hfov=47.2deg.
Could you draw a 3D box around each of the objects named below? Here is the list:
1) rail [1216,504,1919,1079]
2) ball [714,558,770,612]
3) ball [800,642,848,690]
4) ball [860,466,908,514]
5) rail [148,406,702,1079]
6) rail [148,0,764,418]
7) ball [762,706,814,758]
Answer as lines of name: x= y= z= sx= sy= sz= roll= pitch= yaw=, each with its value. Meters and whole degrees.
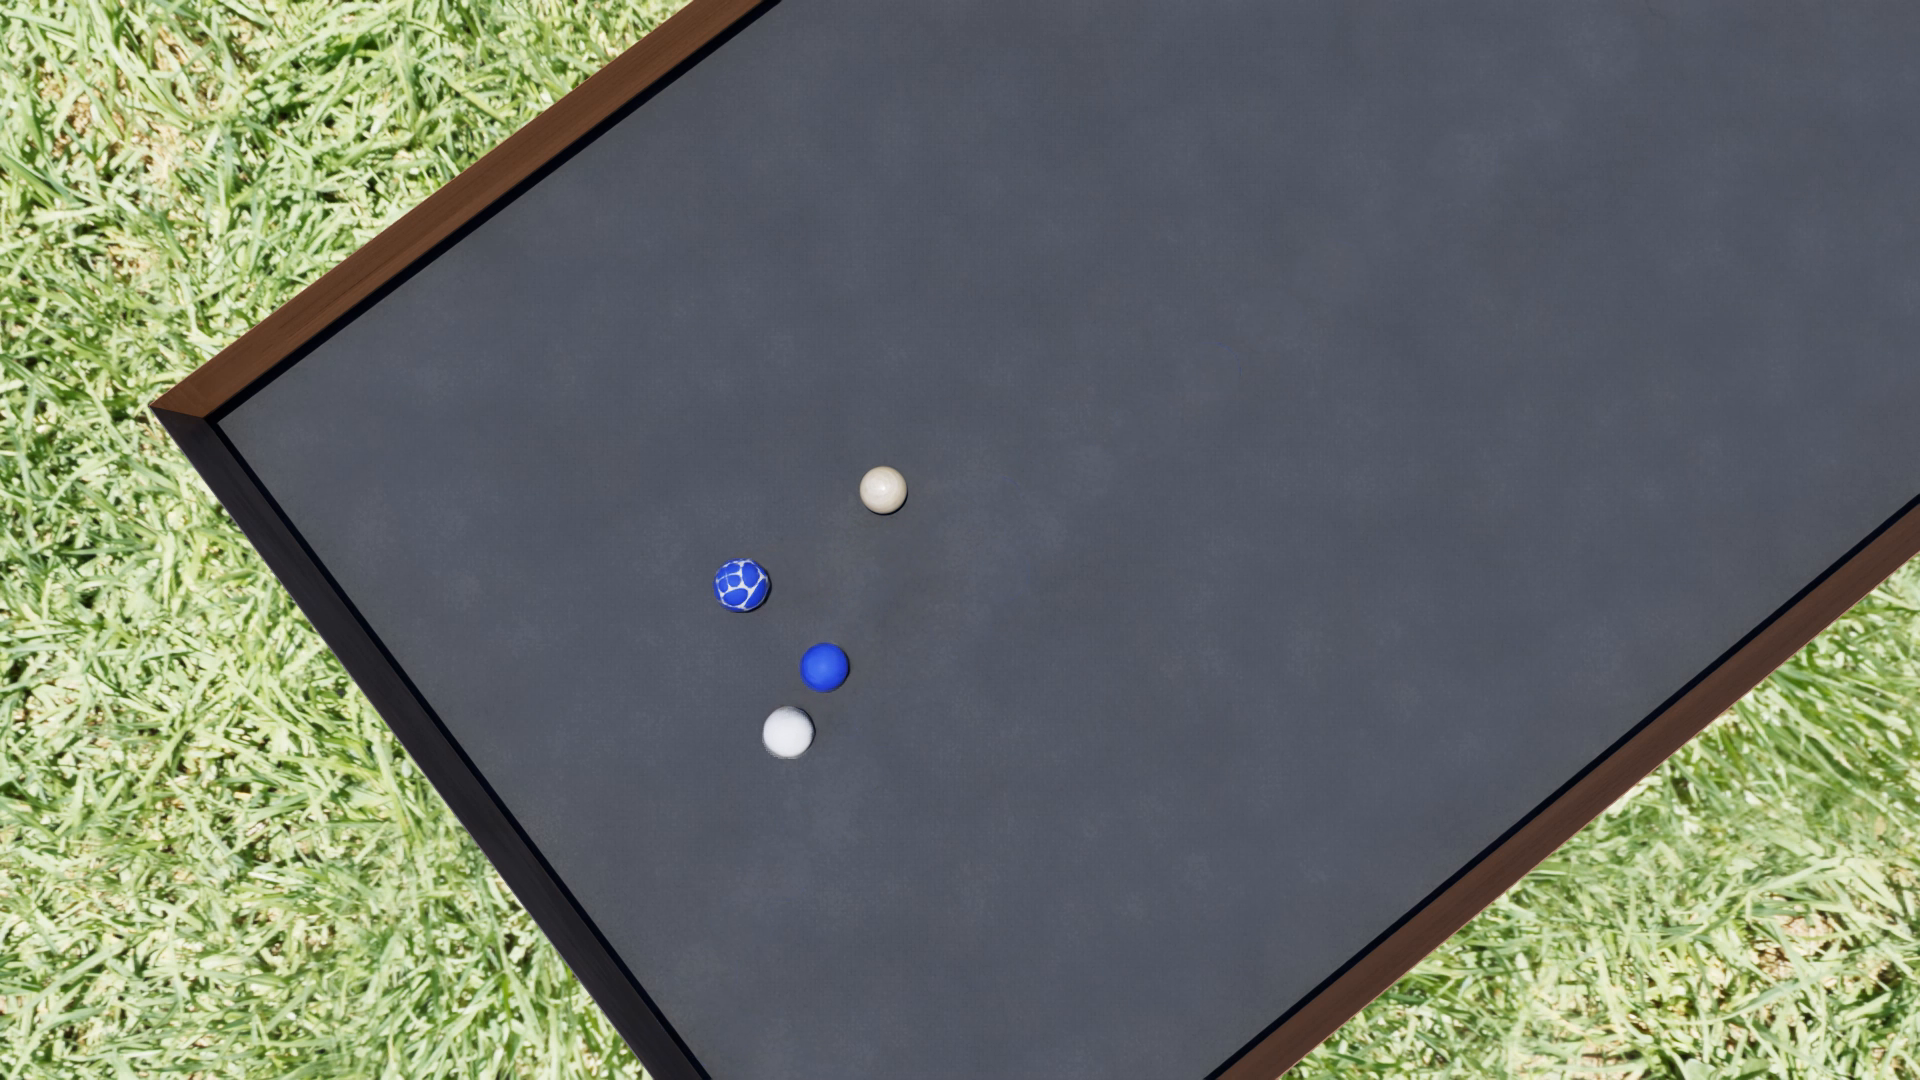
rail: x=1.175 y=0.165 z=3.221 sx=3.270 sy=0.112 sz=0.045 roll=-38 pitch=84 yaw=-5
ball: x=-0.322 y=0.066 z=3.252 sx=0.080 sy=0.080 sz=0.080 roll=0 pitch=82 yaw=0
ball: x=-0.199 y=0.186 z=3.240 sx=0.071 sy=0.071 sz=0.071 roll=0 pitch=82 yaw=0
ball: x=-0.114 y=-0.074 z=3.276 sx=0.072 sy=0.072 sz=0.072 roll=0 pitch=82 yaw=0
rail: x=-0.623 y=0.484 z=3.175 sx=0.045 sy=0.112 sz=1.768 roll=-38 pitch=84 yaw=-5
rail: x=0.109 y=-1.173 z=3.412 sx=3.270 sy=0.112 sz=0.045 roll=-38 pitch=84 yaw=-5
ball: x=-0.252 y=0.282 z=3.224 sx=0.074 sy=0.074 sz=0.074 roll=0 pitch=82 yaw=0
